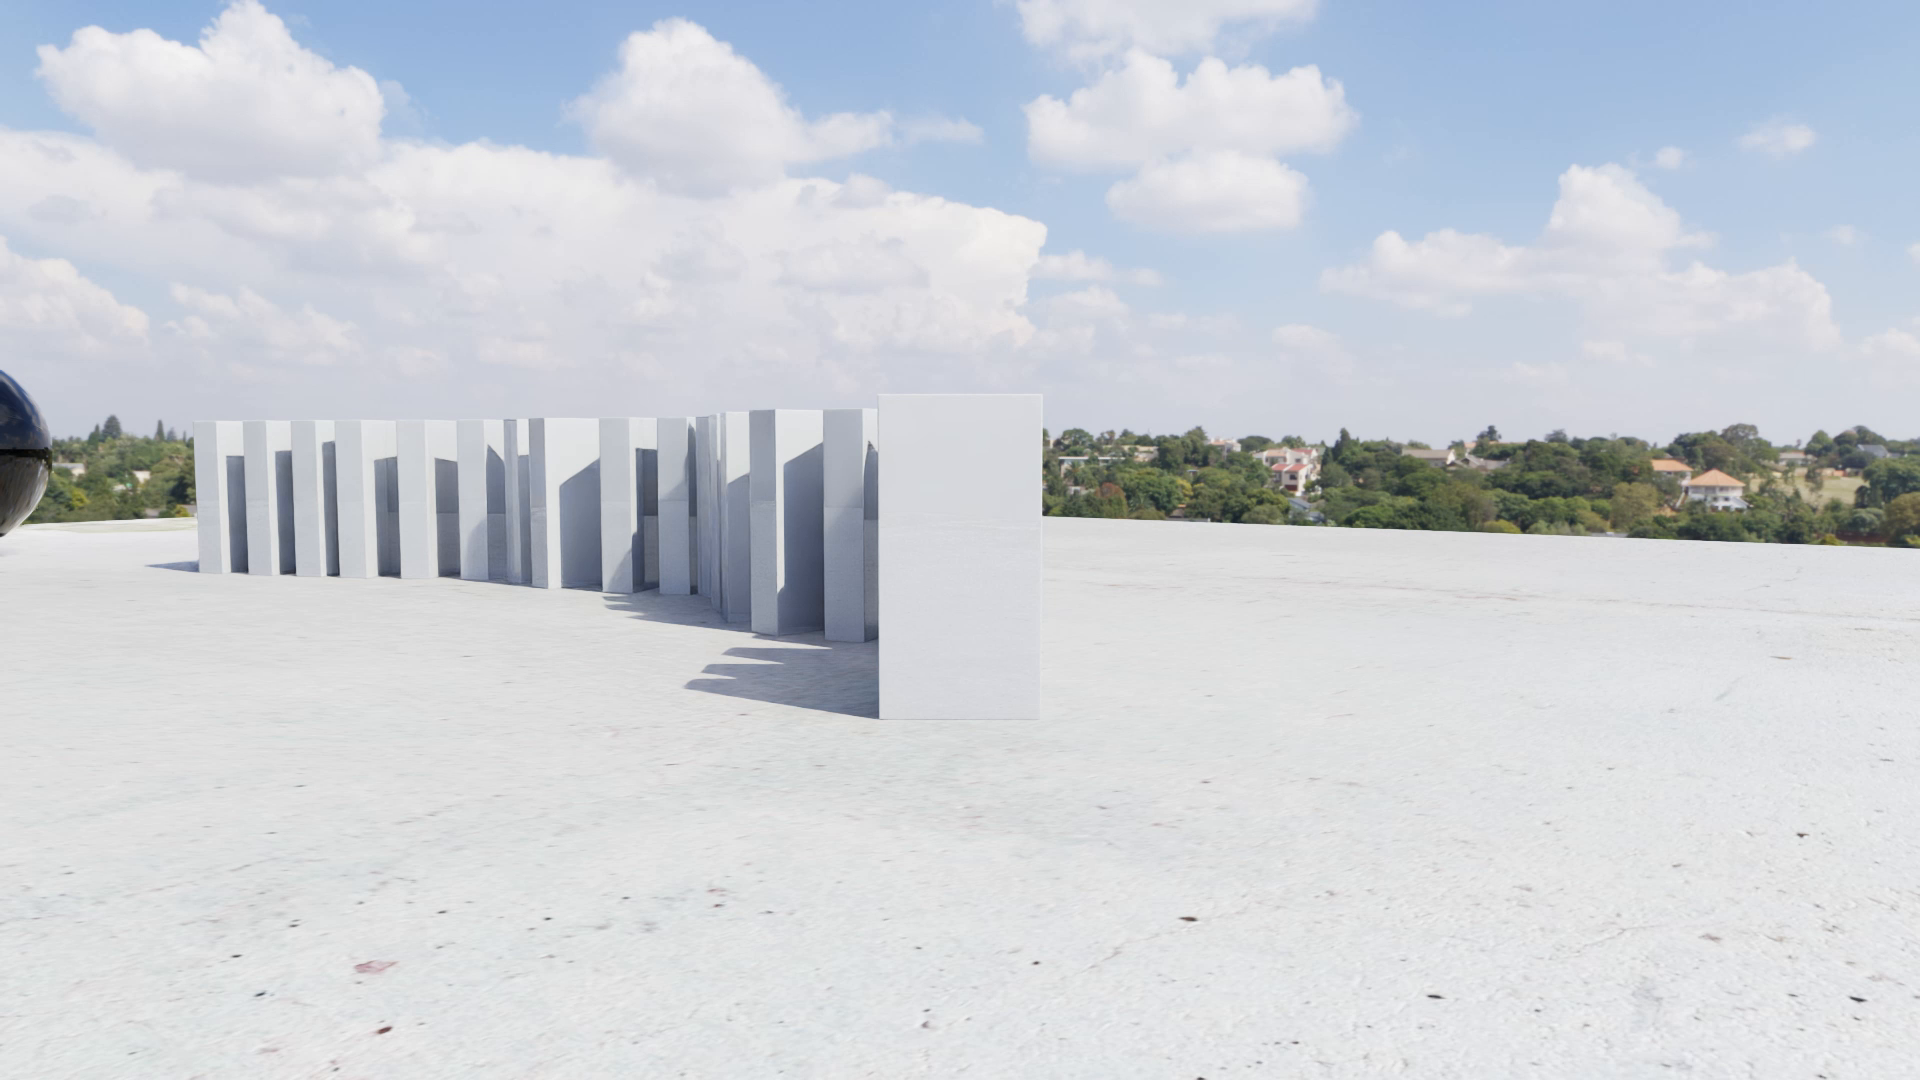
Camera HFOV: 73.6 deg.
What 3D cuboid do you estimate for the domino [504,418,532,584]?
[{"bbox_3d":[-0.128,-0.013,0.401,0.025,0.050,0.009,-4,6,-43],"label":"domino"}]

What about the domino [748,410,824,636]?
[{"bbox_3d":[-0.035,-0.005,0.294,0.009,0.050,0.025,4,6,44],"label":"domino"}]

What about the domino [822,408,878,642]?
[{"bbox_3d":[-0.020,-0.004,0.286,0.009,0.050,0.025,2,5,22],"label":"domino"}]

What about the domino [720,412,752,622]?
[{"bbox_3d":[-0.045,-0.006,0.312,0.025,0.050,0.009,-1,5,-18],"label":"domino"}]

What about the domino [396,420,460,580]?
[{"bbox_3d":[-0.170,-0.014,0.414,0.009,0.050,0.025,0,4,6],"label":"domino"}]

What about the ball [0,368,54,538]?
[{"bbox_3d":[-0.381,-0.033,0.470,0.080,0.080,0.080,0,4,0],"label":"ball"}]

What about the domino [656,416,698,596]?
[{"bbox_3d":[-0.077,-0.010,0.372,0.009,0.050,0.025,1,4,16],"label":"domino"}]

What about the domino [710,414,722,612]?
[{"bbox_3d":[-0.051,-0.007,0.330,0.025,0.050,0.009,-2,5,-21],"label":"domino"}]

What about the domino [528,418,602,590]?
[{"bbox_3d":[-0.115,-0.011,0.386,0.009,0.050,0.025,4,6,43],"label":"domino"}]

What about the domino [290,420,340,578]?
[{"bbox_3d":[-0.205,-0.014,0.420,0.009,0.050,0.025,1,4,15],"label":"domino"}]

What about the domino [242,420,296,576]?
[{"bbox_3d":[-0.223,-0.014,0.426,0.009,0.050,0.025,1,4,17],"label":"domino"}]

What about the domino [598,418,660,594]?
[{"bbox_3d":[-0.095,-0.011,0.377,0.010,0.050,0.025,1,4,14],"label":"domino"}]

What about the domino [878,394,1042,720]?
[{"bbox_3d":[0.000,0.002,0.201,0.025,0.050,0.009,0,4,0],"label":"domino"}]

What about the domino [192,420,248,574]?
[{"bbox_3d":[-0.243,-0.015,0.431,0.009,0.050,0.025,1,4,16],"label":"domino"}]

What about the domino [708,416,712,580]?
[{"bbox_3d":[-0.055,-0.008,0.346,0.025,0.050,0.010,-1,4,-12],"label":"domino"}]

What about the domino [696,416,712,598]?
[{"bbox_3d":[-0.061,-0.010,0.363,0.025,0.050,0.009,-3,5,-36],"label":"domino"}]

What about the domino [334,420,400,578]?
[{"bbox_3d":[-0.190,-0.014,0.417,0.009,0.050,0.025,1,4,10],"label":"domino"}]

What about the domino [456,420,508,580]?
[{"bbox_3d":[-0.149,-0.013,0.412,0.009,0.050,0.025,1,4,11],"label":"domino"}]
